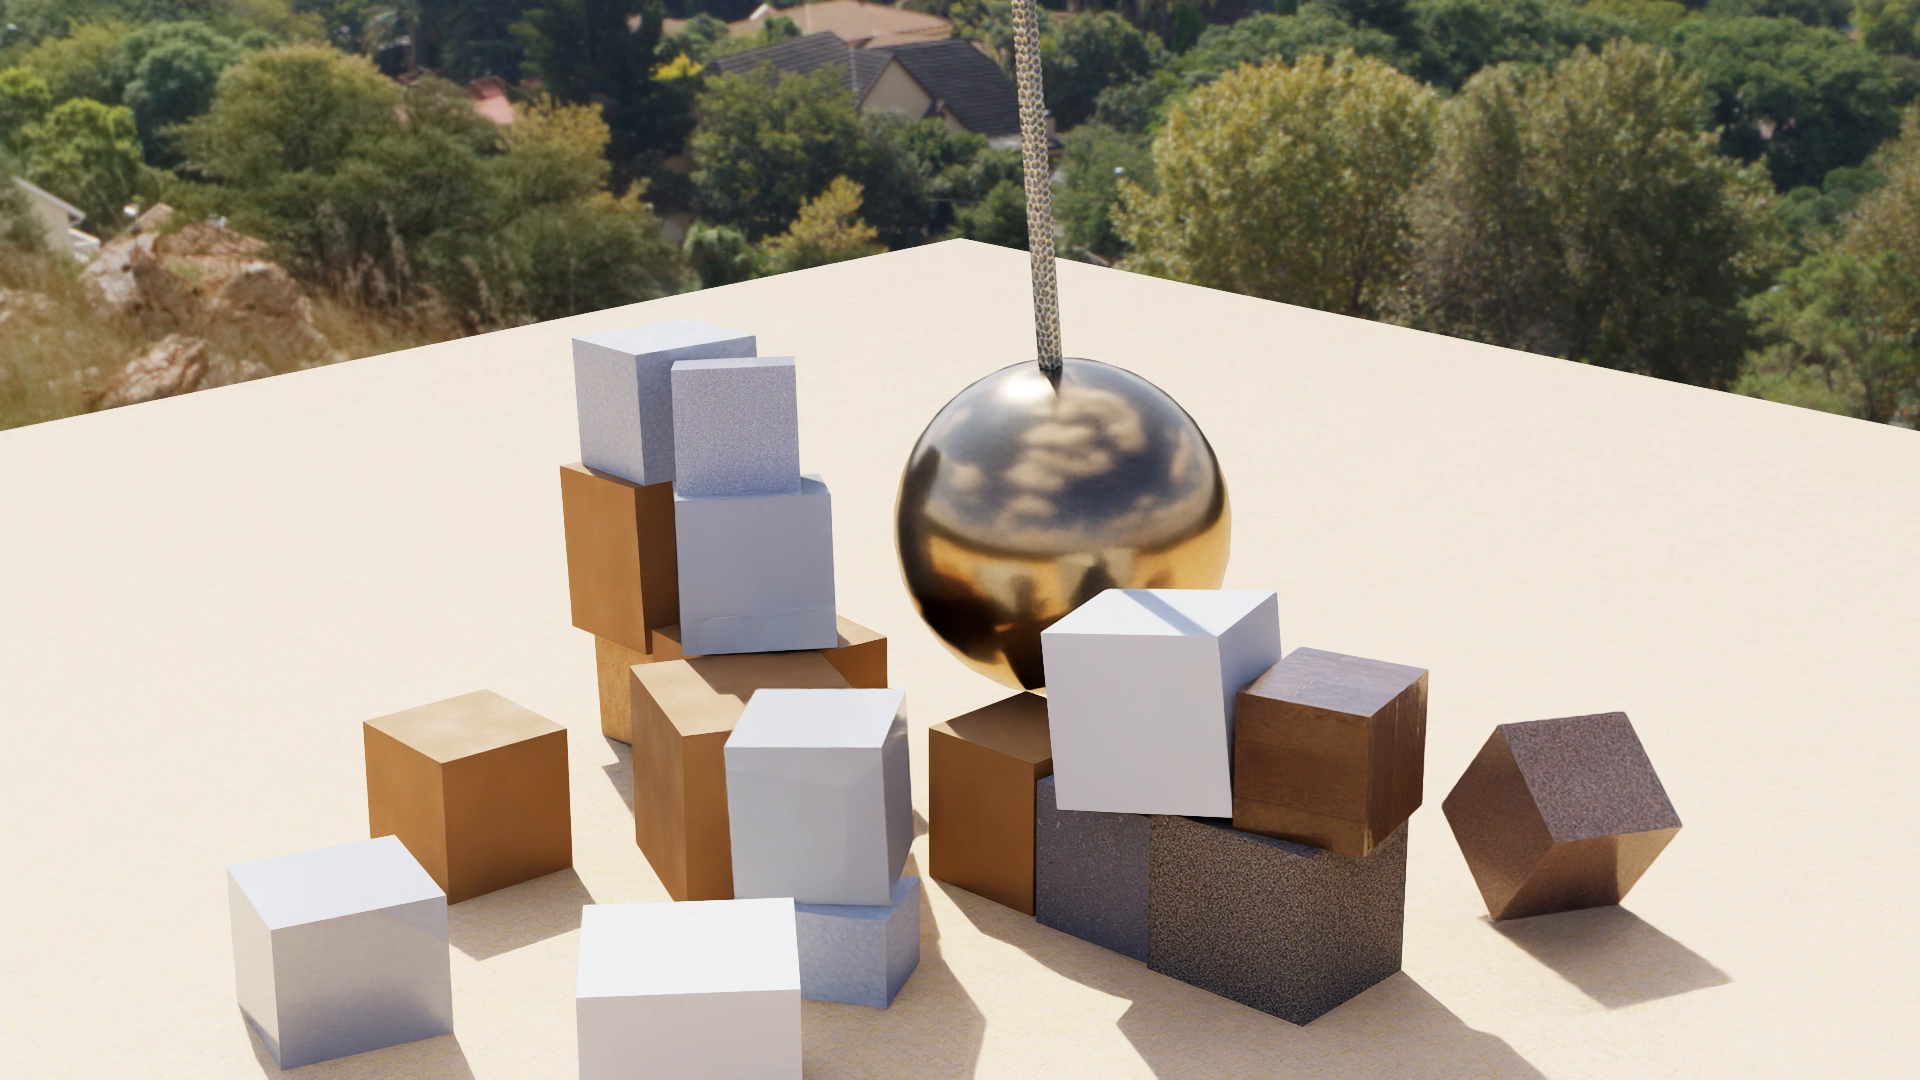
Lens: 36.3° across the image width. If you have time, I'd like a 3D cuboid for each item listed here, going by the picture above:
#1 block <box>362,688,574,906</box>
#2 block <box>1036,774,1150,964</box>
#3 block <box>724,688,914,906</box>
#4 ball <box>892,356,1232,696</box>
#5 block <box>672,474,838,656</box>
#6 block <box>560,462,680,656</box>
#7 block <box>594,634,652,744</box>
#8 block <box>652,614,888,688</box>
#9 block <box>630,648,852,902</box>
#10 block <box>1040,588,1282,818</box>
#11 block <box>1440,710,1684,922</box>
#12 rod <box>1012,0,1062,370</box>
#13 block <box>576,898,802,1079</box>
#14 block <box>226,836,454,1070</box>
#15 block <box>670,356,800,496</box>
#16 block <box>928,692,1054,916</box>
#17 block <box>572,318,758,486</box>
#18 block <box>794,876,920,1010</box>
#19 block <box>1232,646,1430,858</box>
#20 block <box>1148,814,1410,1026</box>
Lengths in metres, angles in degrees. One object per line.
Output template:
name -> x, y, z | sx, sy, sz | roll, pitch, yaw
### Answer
block -> -2.261, 1.169, 13.484 | 0.660, 0.684, 0.687 | -15, 23, -39
block -> 0.804, 1.361, 12.896 | 0.655, 0.671, 0.673 | 15, 23, 40
block -> -0.586, 1.079, 12.425 | 0.655, 0.699, 0.706 | 0, 17, 8
ball -> 0.483, -0.062, 13.828 | 1.600, 1.600, 1.600 | 0, 17, 0
block -> -0.992, 0.105, 14.042 | 0.723, 0.726, 0.839 | -3, 8, -6
block -> -1.443, 0.015, 14.879 | 0.863, 0.845, 0.724 | -13, 18, -35
block -> -1.423, 0.708, 15.052 | 0.625, 0.584, 0.621 | -15, 19, -40
block -> -0.936, 0.817, 14.486 | 0.863, 0.755, 0.784 | -13, 21, -35
block -> -0.950, 1.092, 13.392 | 0.882, 0.886, 0.952 | -6, 18, -19
block -> 0.883, 0.677, 12.459 | 0.785, 0.773, 0.741 | 0, 14, 25
block -> 2.646, 1.218, 12.945 | 0.663, 0.642, 0.613 | -4, 53, -23
rod -> 0.209, -3.203, 12.554 | 0.080, 5.200, 0.080 | 17, 30, 42
block -> -1.029, 1.872, 11.221 | 0.820, 0.700, 0.809 | -1, 18, -5
block -> -2.538, 1.675, 11.997 | 0.712, 0.611, 0.691 | -9, 20, -26
block -> -1.066, -0.552, 14.007 | 0.580, 0.590, 0.604 | -3, 8, -3
block -> 0.315, 1.188, 13.349 | 0.644, 0.728, 0.653 | 16, 23, 41
block -> -1.460, -0.698, 14.647 | 0.677, 0.649, 0.661 | -12, 17, -33
block -> -0.461, 1.671, 12.372 | 0.465, 0.393, 0.472 | 5, 18, 15
block -> 1.532, 0.864, 12.102 | 0.579, 0.605, 0.640 | 10, 20, 29
block -> 1.341, 1.476, 12.406 | 0.813, 0.745, 0.719 | 15, 23, 40
